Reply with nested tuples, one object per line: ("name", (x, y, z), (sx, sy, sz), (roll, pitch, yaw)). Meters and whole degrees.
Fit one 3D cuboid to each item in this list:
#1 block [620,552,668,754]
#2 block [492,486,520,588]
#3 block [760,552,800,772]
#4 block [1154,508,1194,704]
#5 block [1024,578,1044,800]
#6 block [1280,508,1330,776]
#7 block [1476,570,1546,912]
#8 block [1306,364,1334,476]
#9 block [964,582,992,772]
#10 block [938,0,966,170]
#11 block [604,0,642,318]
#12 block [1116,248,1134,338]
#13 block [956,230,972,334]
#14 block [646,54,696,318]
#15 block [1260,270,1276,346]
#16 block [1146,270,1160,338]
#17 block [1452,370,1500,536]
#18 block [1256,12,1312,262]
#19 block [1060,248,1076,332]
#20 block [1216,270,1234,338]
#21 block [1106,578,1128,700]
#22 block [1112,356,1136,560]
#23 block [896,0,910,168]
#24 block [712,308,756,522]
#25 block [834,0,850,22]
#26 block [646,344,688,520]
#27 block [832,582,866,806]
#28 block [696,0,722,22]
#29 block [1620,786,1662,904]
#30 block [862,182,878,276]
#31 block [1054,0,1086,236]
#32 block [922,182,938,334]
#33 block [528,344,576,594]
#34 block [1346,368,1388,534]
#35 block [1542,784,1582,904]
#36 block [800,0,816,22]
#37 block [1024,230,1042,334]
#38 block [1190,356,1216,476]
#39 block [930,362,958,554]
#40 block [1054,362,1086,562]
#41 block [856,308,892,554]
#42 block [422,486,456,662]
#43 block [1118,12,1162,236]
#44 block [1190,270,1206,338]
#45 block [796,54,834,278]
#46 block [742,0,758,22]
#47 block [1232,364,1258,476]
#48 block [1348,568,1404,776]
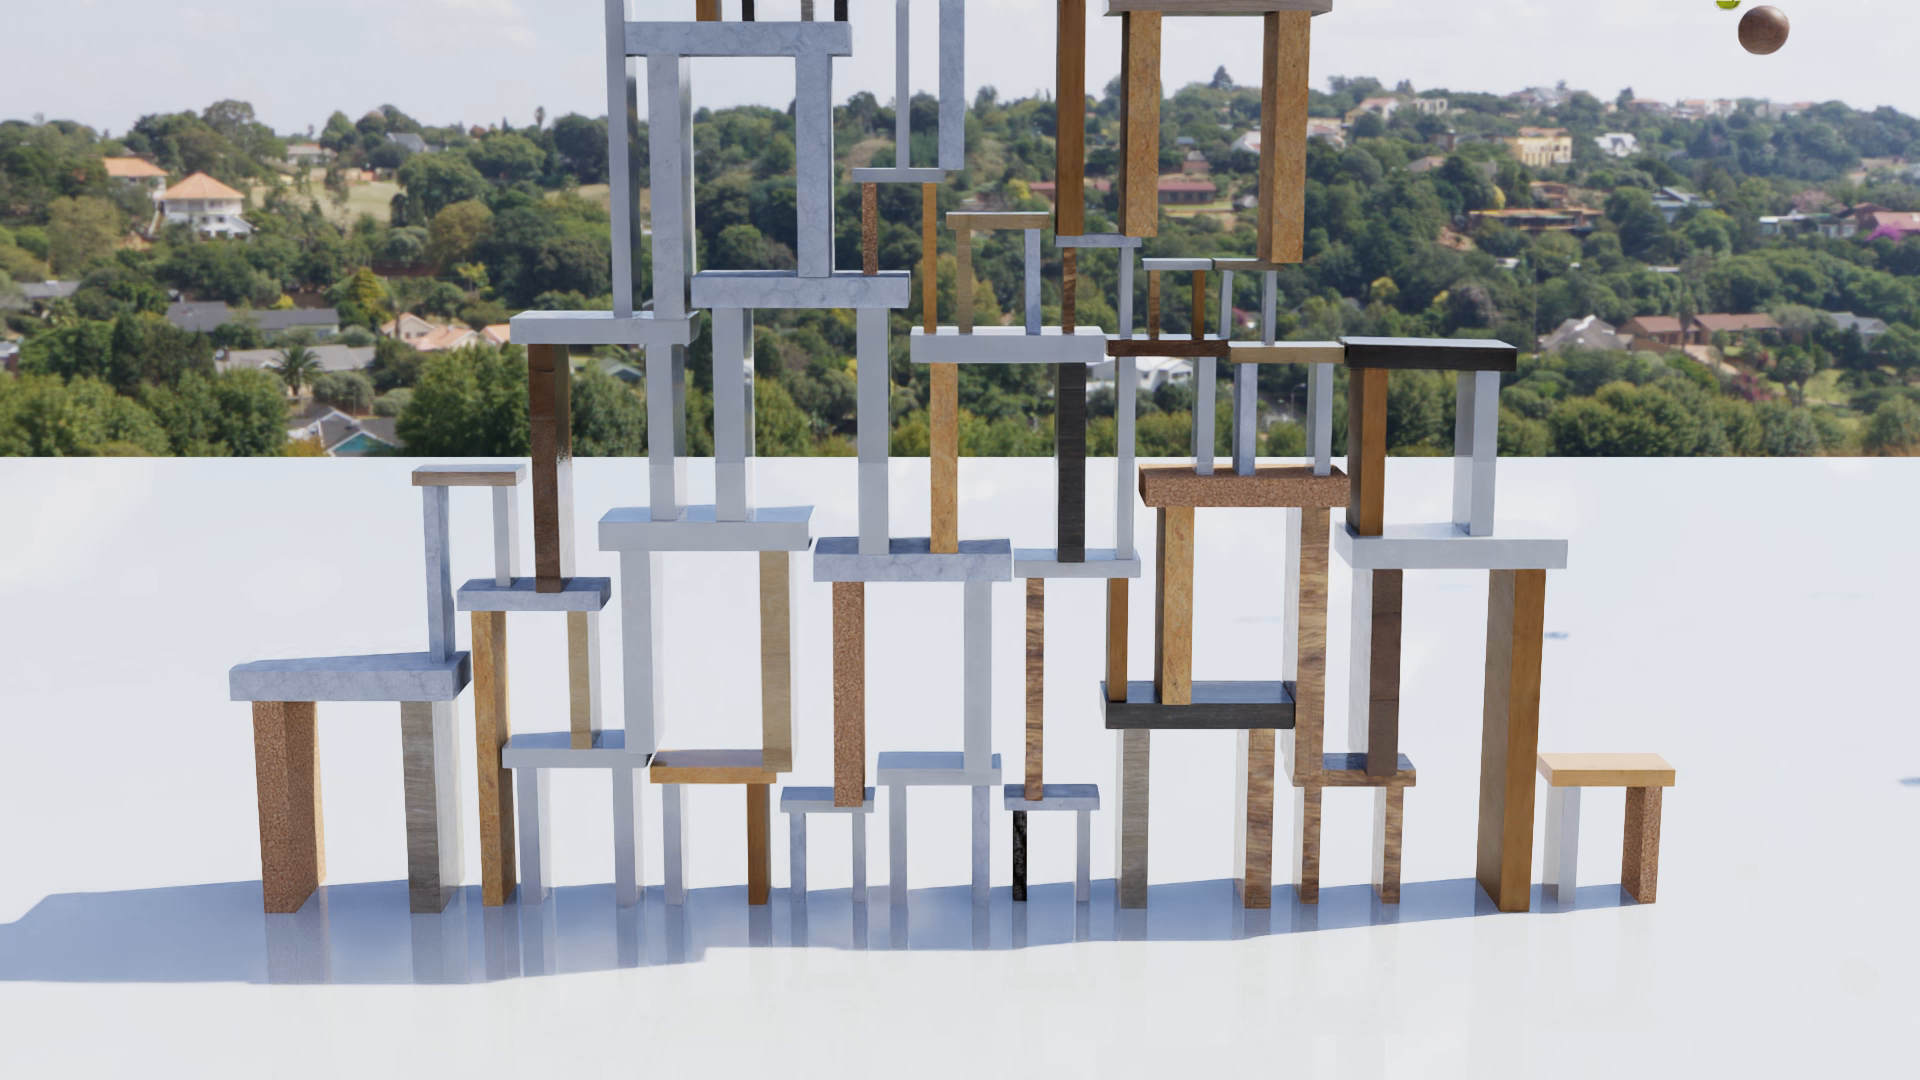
("block", (-0.515, 0.166, 3.587), (0.047, 0.332, 0.166), (0, 11, 0))
("block", (-0.734, -0.012, 3.559), (0.024, 0.167, 0.083), (0, 11, 0))
("block", (-0.294, 0.181, 3.589), (0.047, 0.363, 0.166), (0, 11, 0))
("block", (0.348, 0.092, 3.576), (0.046, 0.321, 0.161), (0, 11, 0))
("block", (0.120, 0.233, 3.600), (0.029, 0.371, 0.101), (0, 11, 0))
("block", (0.562, 0.150, 3.585), (0.046, 0.438, 0.161), (0, 11, 0))
("block", (0.904, 0.310, 3.616), (0.048, 0.569, 0.170), (0, 11, 0))
("block", (0.575, -0.198, 3.517), (0.025, 0.179, 0.090), (0, 11, 0))
("block", (0.029, 0.207, 3.598), (0.045, 0.315, 0.157), (0, 11, 0))
("block", (-0.012, -0.719, 3.428), (0.039, 0.276, 0.138), (0, 11, 0))
("block", (-0.525, -0.680, 3.424), (0.029, 0.657, 0.104), (0, 11, 1))
("block", (0.262, -0.394, 3.486), (0.019, 0.143, 0.067), (0, 11, 0))
("block", (0.007, -0.413, 3.486), (0.023, 0.162, 0.081), (-1, 11, 1))
("block", (-0.451, -0.556, 3.455), (0.048, 0.401, 0.169), (0, 11, 0))
("block", (0.490, -0.370, 3.489), (0.015, 0.118, 0.054), (0, 11, 0))
("block", (0.307, -0.377, 3.494), (0.015, 0.107, 0.054), (0, 11, 0))
("block", (0.828, -0.147, 3.534), (0.037, 0.263, 0.131), (0, 11, 0))
("block", (0.506, -0.630, 3.445), (0.048, 0.378, 0.169), (0, 11, 0))
("block", (0.172, -0.399, 3.486), (0.019, 0.134, 0.067), (1, 11, 0))
("block", (0.420, -0.376, 3.488), (0.015, 0.107, 0.054), (1, 11, 0))
("block", (0.255, 0.151, 3.584), (0.029, 0.203, 0.101), (0, 11, 0))
("block", (0.264, -0.137, 3.534), (0.027, 0.325, 0.094), (0, 11, 0))
("block", (-0.088, -0.763, 3.416), (0.021, 0.366, 0.072), (0, 10, 0))
("block", (-0.361, -0.210, 3.523), (0.048, 0.336, 0.168), (0, 11, 0))
("block", (-0.183, -0.871, 3.393), (0.021, 0.145, 0.072), (0, 11, 0))
("block", (-0.469, -0.181, 3.521), (0.040, 0.280, 0.140), (0, 11, 1))
("block", (-0.181, 0.235, 3.602), (0.045, 0.372, 0.158), (0, 11, 0))
("block", (-0.387, -0.901, 3.384), (0.029, 0.208, 0.104), (0, 11, 0))
("block", (1.132, 0.491, 3.653), (0.028, 0.200, 0.100), (0, 11, 0))
("block", (-0.142, -0.492, 3.468), (0.020, 0.144, 0.072), (0, 11, 0))
("block", (0.172, -0.669, 3.436), (0.039, 0.378, 0.138), (0, 11, 0))
("block", (-0.047, -0.448, 3.478), (0.020, 0.234, 0.072), (0, 11, 0))
("block", (-0.655, -0.124, 3.532), (0.040, 0.397, 0.140), (0, 11, 0))
("block", (0.653, -0.150, 3.534), (0.037, 0.263, 0.131), (0, 11, 0))
("block", (0.999, 0.491, 3.653), (0.028, 0.200, 0.100), (0, 11, 0))
("block", (-0.235, -0.867, 3.400), (0.019, 0.136, 0.068), (0, 11, 0))
("block", (0.115, -0.413, 3.486), (0.023, 0.162, 0.081), (-1, 11, 1))
("block", (0.390, -0.204, 3.521), (0.027, 0.189, 0.094), (0, 11, 0))
("block", (-0.026, -0.142, 3.537), (0.043, 0.303, 0.152), (0, 11, -1))
("block", (0.176, -0.134, 3.536), (0.043, 0.318, 0.152), (0, 11, 0))
("block", (-0.137, -0.184, 3.527), (0.048, 0.389, 0.168), (0, 11, 0))
("block", (-0.845, 0.048, 3.571), (0.024, 0.289, 0.083), (0, 11, 0))
("block", (0.280, -0.650, 3.442), (0.048, 0.338, 0.169), (0, 11, 0))
("block", (0.378, -0.377, 3.493), (0.015, 0.107, 0.054), (0, 11, 0))
("block", (-0.227, -0.587, 3.449), (0.048, 0.338, 0.169), (0, 11, 0))
("block", (-0.326, -0.867, 3.400), (0.019, 0.136, 0.068), (0, 11, 0))
("block", (0.455, -0.198, 3.518), (0.025, 0.179, 0.090), (0, 11, 0))
("block", (0.678, 0.198, 3.594), (0.048, 0.340, 0.170), (-1, 11, -1))
